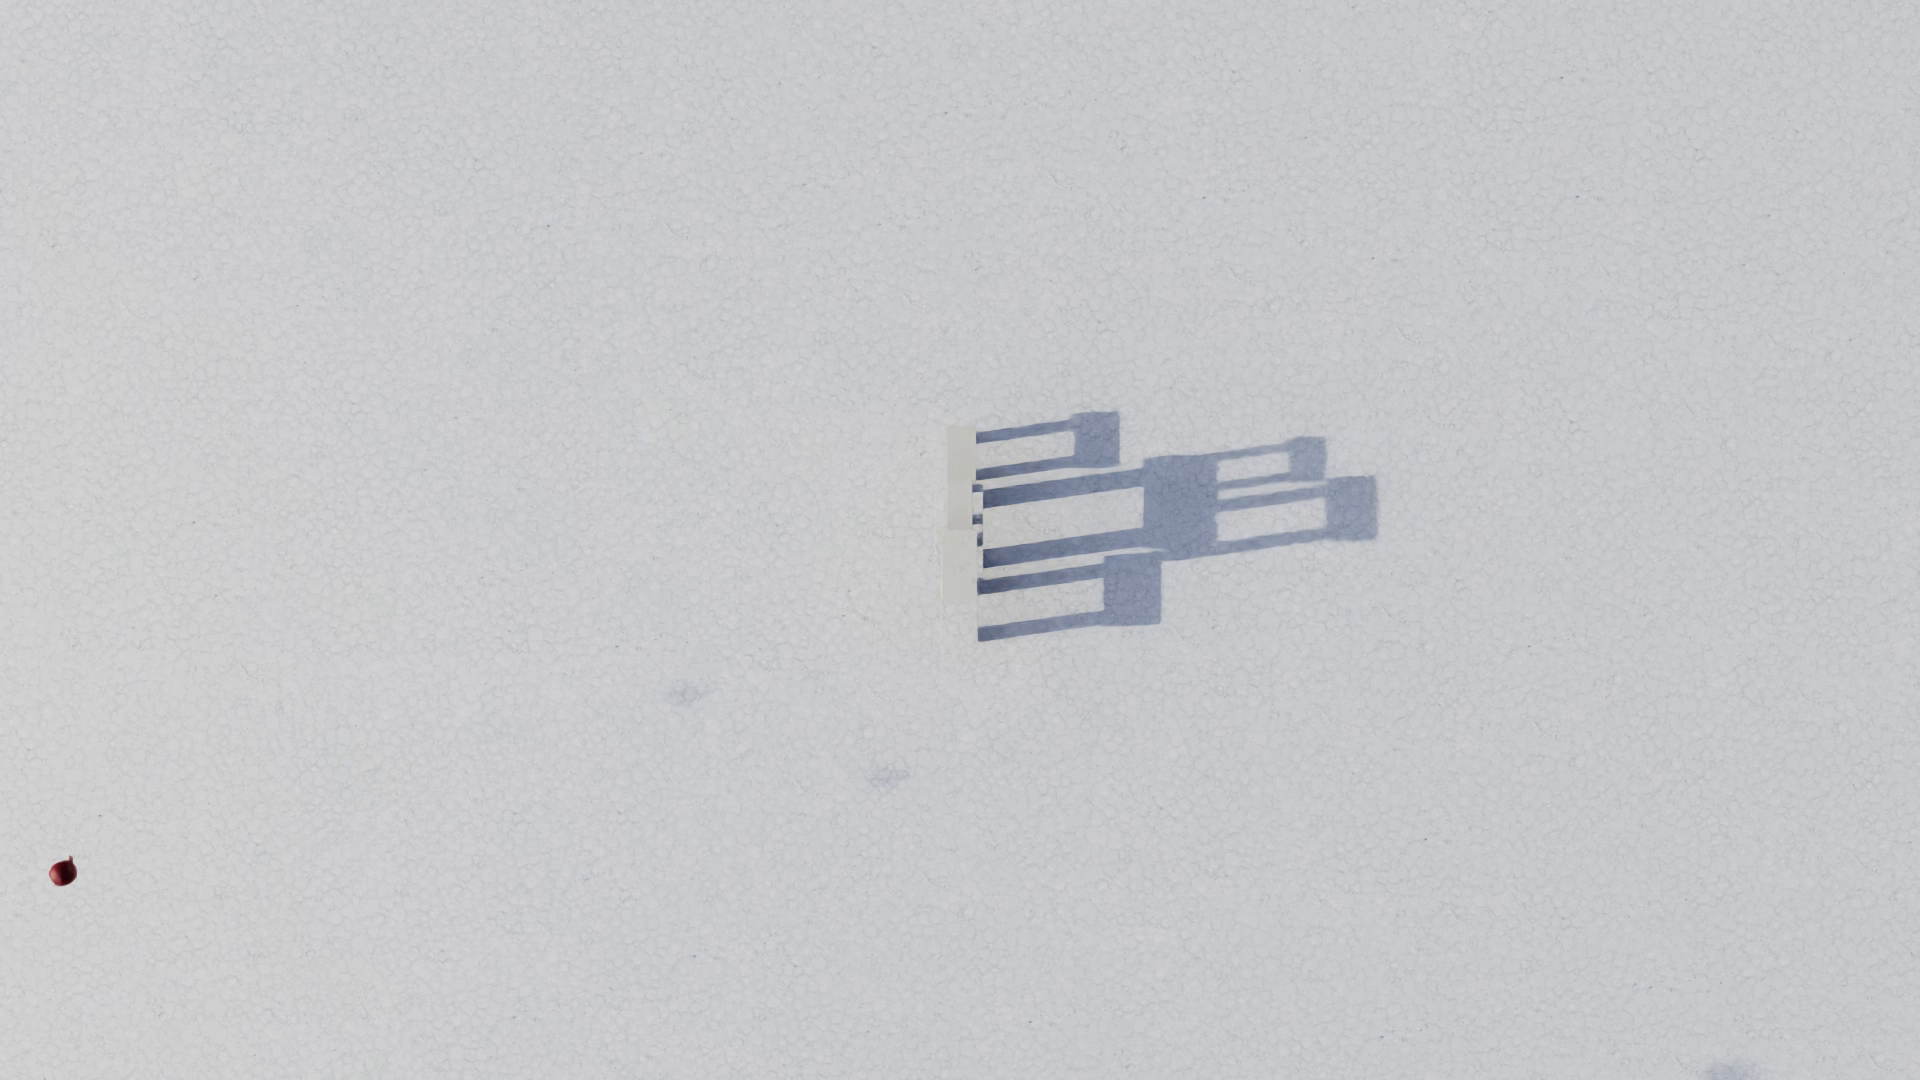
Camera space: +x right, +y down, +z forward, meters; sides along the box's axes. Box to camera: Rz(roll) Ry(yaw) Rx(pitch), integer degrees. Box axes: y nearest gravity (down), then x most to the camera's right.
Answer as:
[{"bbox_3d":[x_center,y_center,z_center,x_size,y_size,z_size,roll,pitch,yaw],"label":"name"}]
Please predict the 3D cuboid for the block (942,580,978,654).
[{"bbox_3d":[-0.002,0.246,5.249,0.117,0.033,0.234,0,90,0],"label":"block"}]

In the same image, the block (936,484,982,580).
[{"bbox_3d":[-0.003,-0.025,5.180,0.149,0.042,0.299,0,90,0],"label":"block"}]

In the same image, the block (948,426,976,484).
[{"bbox_3d":[0.005,-0.271,5.303,0.092,0.026,0.184,0,90,0],"label":"block"}]

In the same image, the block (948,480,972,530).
[{"bbox_3d":[0.000,-0.108,4.998,0.075,0.021,0.150,0,90,0],"label":"block"}]

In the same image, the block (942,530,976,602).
[{"bbox_3d":[-0.002,0.078,4.933,0.105,0.030,0.211,0,90,0],"label":"block"}]
